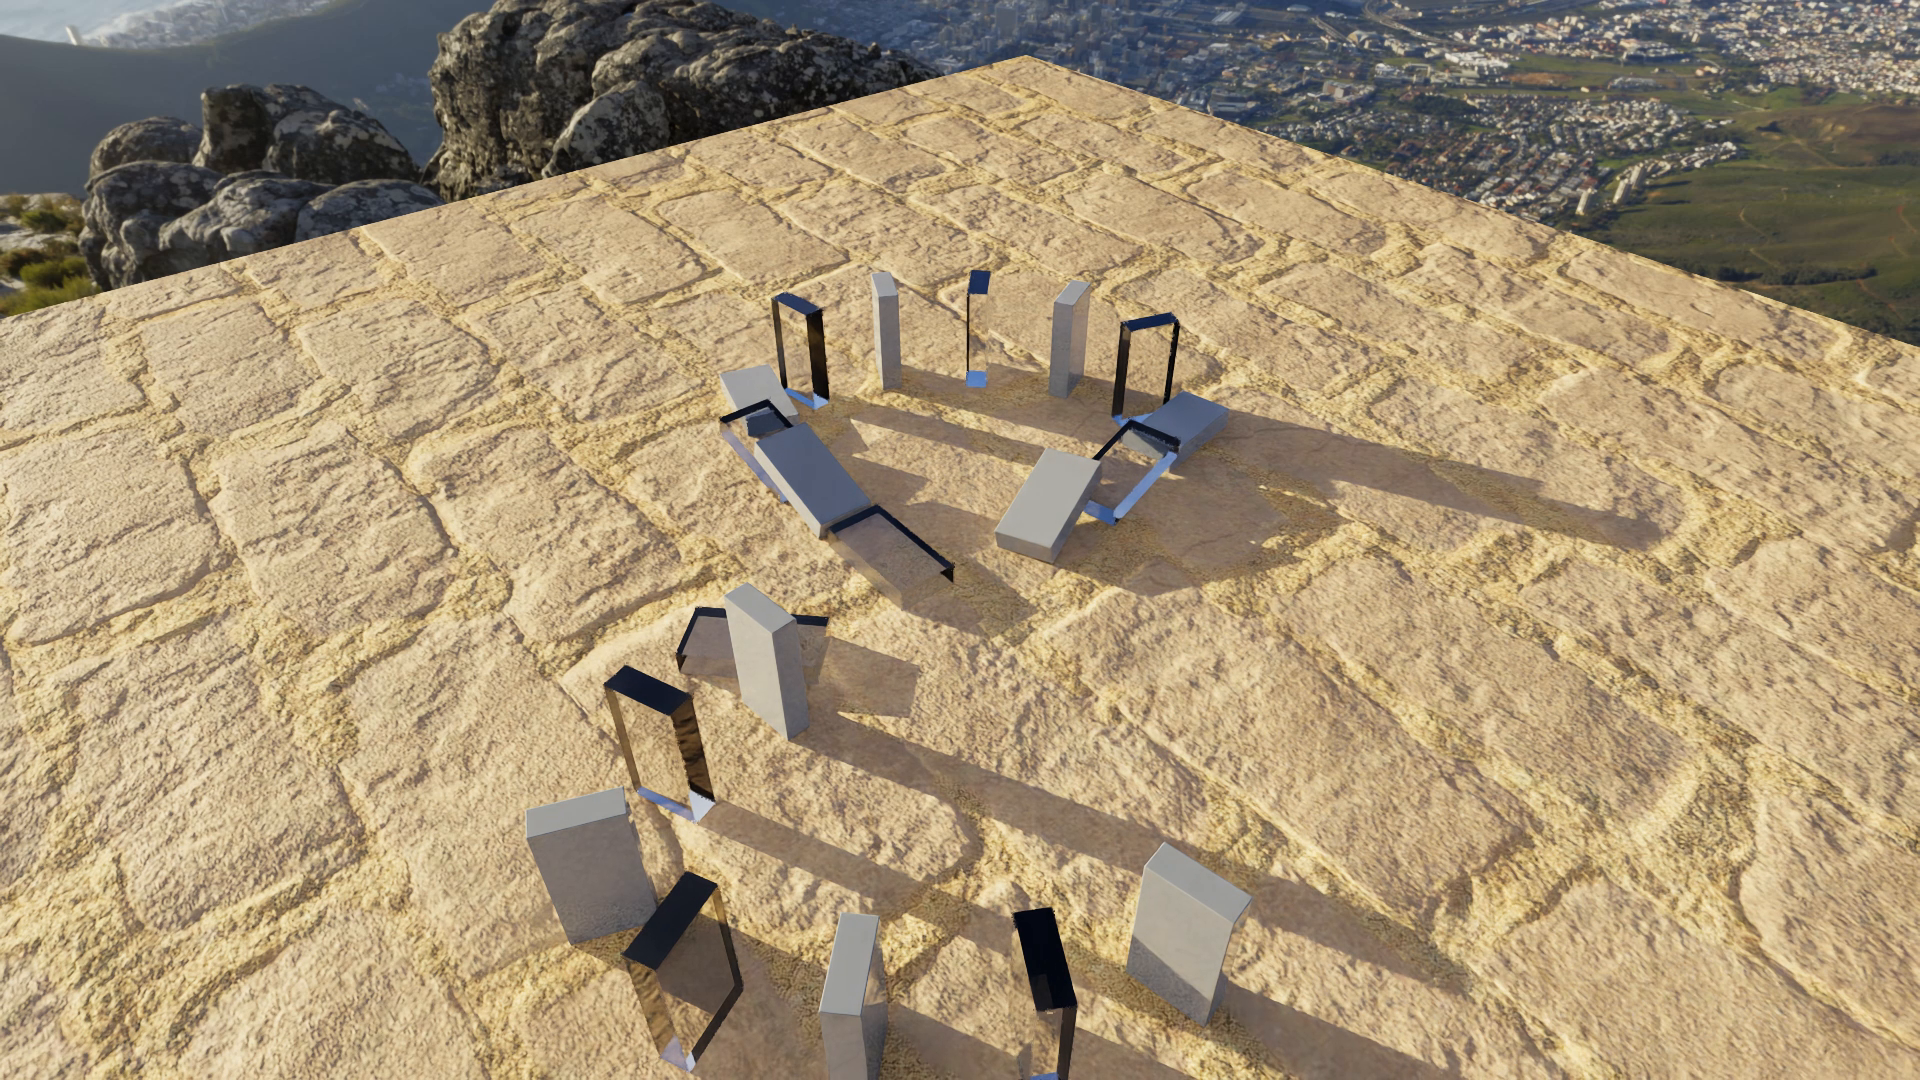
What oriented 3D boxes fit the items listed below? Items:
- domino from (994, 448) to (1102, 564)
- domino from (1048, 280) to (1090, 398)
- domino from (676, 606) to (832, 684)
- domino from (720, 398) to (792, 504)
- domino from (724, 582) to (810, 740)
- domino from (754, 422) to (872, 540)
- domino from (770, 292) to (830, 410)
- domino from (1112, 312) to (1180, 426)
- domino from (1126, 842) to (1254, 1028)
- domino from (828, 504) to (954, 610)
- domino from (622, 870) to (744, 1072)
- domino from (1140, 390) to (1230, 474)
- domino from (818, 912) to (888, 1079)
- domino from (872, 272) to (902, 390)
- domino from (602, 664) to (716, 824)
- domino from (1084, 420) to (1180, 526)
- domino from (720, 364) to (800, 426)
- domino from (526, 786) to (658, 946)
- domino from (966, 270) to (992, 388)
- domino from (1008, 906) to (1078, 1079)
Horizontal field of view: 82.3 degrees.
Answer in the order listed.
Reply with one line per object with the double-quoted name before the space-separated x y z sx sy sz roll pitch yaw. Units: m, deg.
"domino" 0.037 -0.015 0.452 0.025 0.010 0.050 17 55 24
"domino" 0.053 -0.096 0.529 0.009 0.050 0.025 16 42 19
"domino" -0.074 0.038 0.397 0.050 0.010 0.025 4 40 5
"domino" -0.082 -0.040 0.484 0.025 0.010 0.050 -28 59 -29
"domino" -0.063 0.040 0.362 0.025 0.050 0.009 32 49 33
"domino" -0.062 -0.026 0.463 0.025 0.010 0.050 -27 64 -29
"domino" -0.075 -0.090 0.521 0.025 0.050 0.010 31 48 32
"domino" 0.085 -0.078 0.507 0.025 0.050 0.010 -14 41 -17
"domino" 0.058 0.103 0.286 0.025 0.050 0.010 28 47 30
"domino" -0.028 0.006 0.436 0.025 0.010 0.050 -27 47 -29
"domino" -0.069 0.110 0.278 0.010 0.050 0.025 16 42 19
"domino" 0.099 -0.050 0.505 0.025 0.010 0.050 29 47 30
"domino" -0.025 0.117 0.269 0.010 0.050 0.025 4 40 5
"domino" -0.036 -0.102 0.535 0.009 0.050 0.025 -7 40 -9
"domino" -0.091 0.063 0.335 0.025 0.050 0.009 20 43 22
"domino" 0.070 -0.030 0.472 0.025 0.010 0.050 28 58 30
"domino" -0.096 -0.066 0.524 0.025 0.010 0.050 -15 42 -18
"domino" -0.100 0.090 0.302 0.025 0.050 0.010 -12 41 -14
"domino" 0.009 -0.103 0.537 0.009 0.050 0.025 3 39 4
"domino" 0.020 0.116 0.270 0.009 0.050 0.025 -6 40 -7
